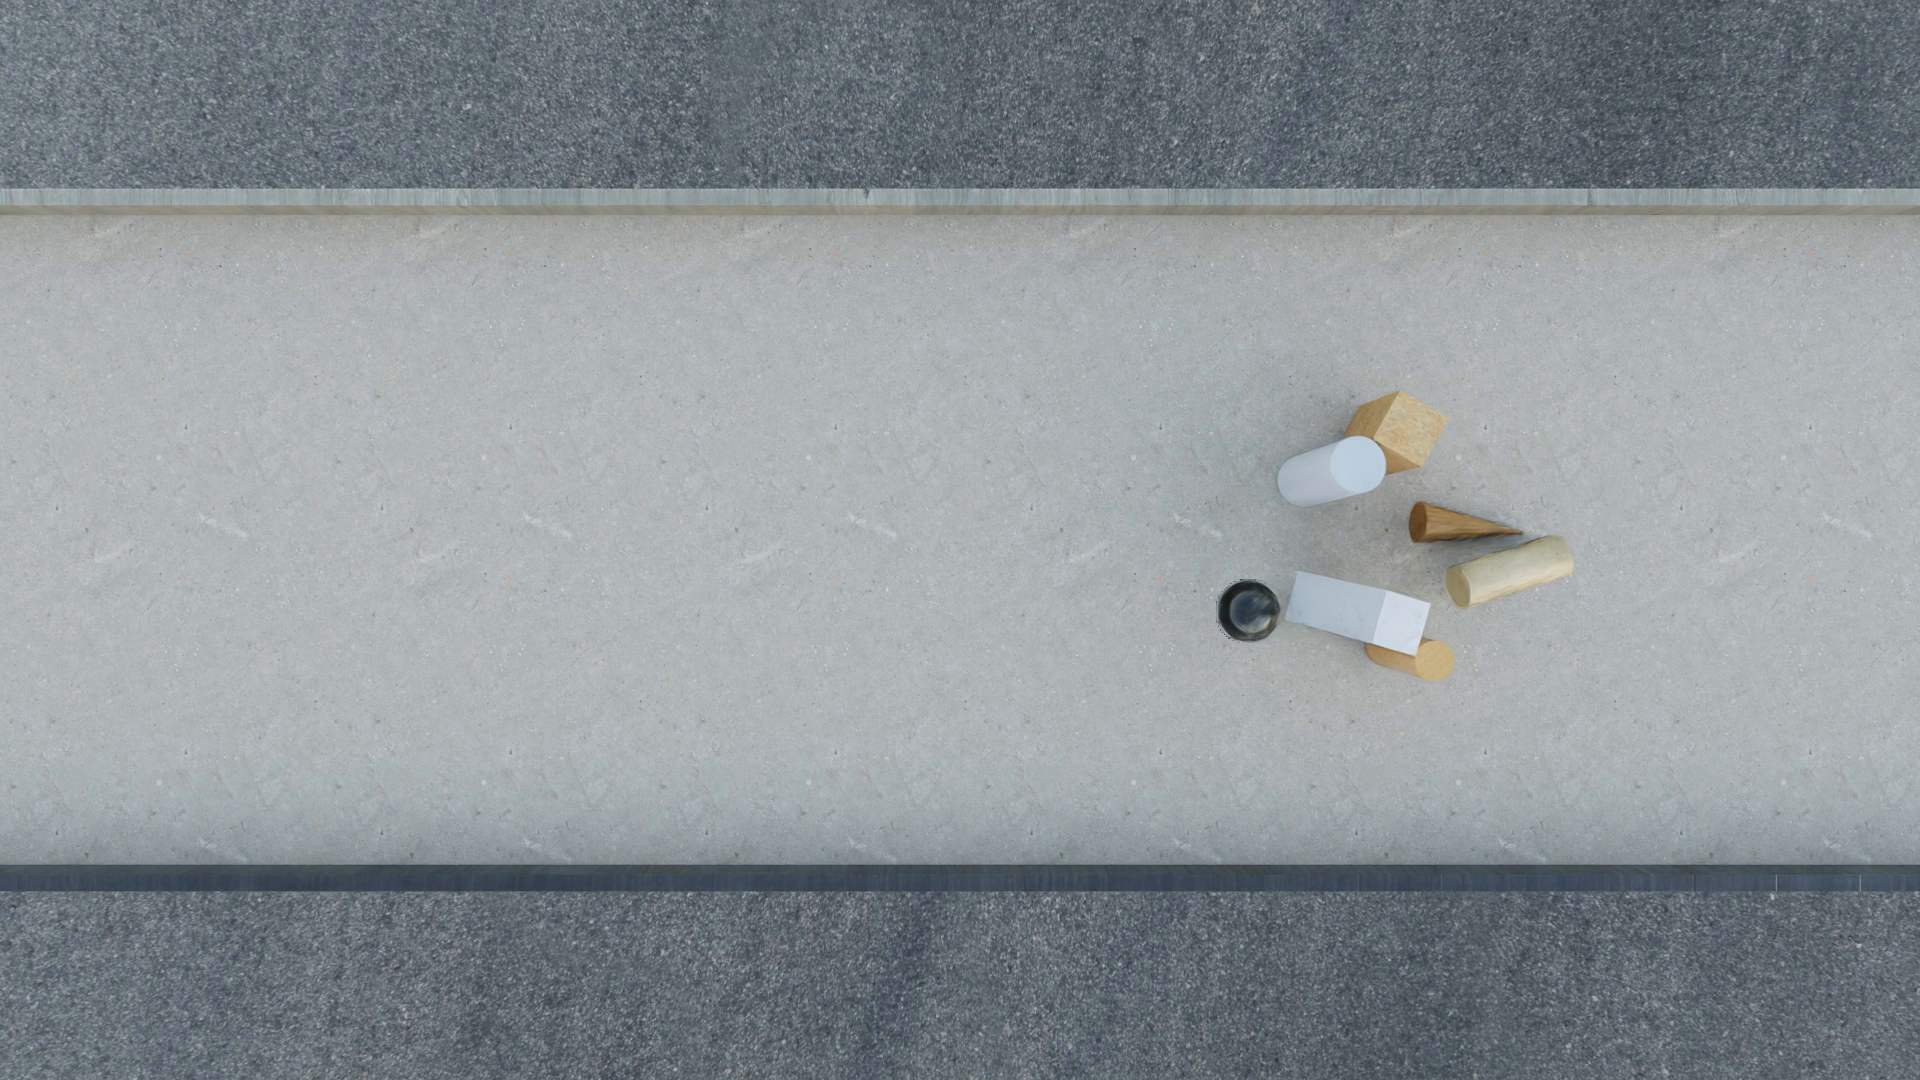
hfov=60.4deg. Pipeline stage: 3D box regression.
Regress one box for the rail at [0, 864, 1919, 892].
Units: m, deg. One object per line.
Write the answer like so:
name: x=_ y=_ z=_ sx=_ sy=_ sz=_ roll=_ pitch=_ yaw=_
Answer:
rail: x=-2.247 y=1.025 z=5.001 sx=12.000 sy=0.150 sz=0.050 roll=0 pitch=90 yaw=0

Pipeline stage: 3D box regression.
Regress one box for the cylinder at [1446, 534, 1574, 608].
cylinder: x=1.657 y=0.092 z=4.975 sx=0.356 sy=0.130 sz=0.130 roll=-16 pitch=90 yaw=-12

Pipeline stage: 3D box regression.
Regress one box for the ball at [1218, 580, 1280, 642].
ball: x=0.872 y=0.216 z=4.983 sx=0.186 sy=0.186 sz=0.186 roll=0 pitch=90 yaw=0

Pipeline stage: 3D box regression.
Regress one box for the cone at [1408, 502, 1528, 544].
cone: x=1.573 y=-0.036 z=5.046 sx=0.367 sy=0.124 sz=0.124 roll=5 pitch=90 yaw=-10

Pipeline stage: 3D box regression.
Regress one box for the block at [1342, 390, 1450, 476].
block: x=1.263 y=-0.308 z=4.850 sx=0.160 sy=0.450 sz=0.160 roll=30 pitch=89 yaw=0

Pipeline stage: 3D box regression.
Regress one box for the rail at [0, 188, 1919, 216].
rail: x=-2.247 y=-1.025 z=5.002 sx=12.000 sy=0.150 sz=0.050 roll=0 pitch=90 yaw=0

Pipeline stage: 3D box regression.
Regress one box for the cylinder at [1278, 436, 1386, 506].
cylinder: x=1.084 y=-0.196 z=4.839 sx=0.161 sy=0.457 sz=0.161 roll=1 pitch=86 yaw=-8

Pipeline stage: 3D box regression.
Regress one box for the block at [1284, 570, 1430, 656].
block: x=1.158 y=0.211 z=4.838 sx=0.154 sy=0.452 sz=0.154 roll=16 pitch=90 yaw=-22

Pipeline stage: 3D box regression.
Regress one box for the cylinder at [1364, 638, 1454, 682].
cylinder: x=1.321 y=0.335 z=4.867 sx=0.116 sy=0.409 sz=0.116 roll=0 pitch=92 yaw=-6
